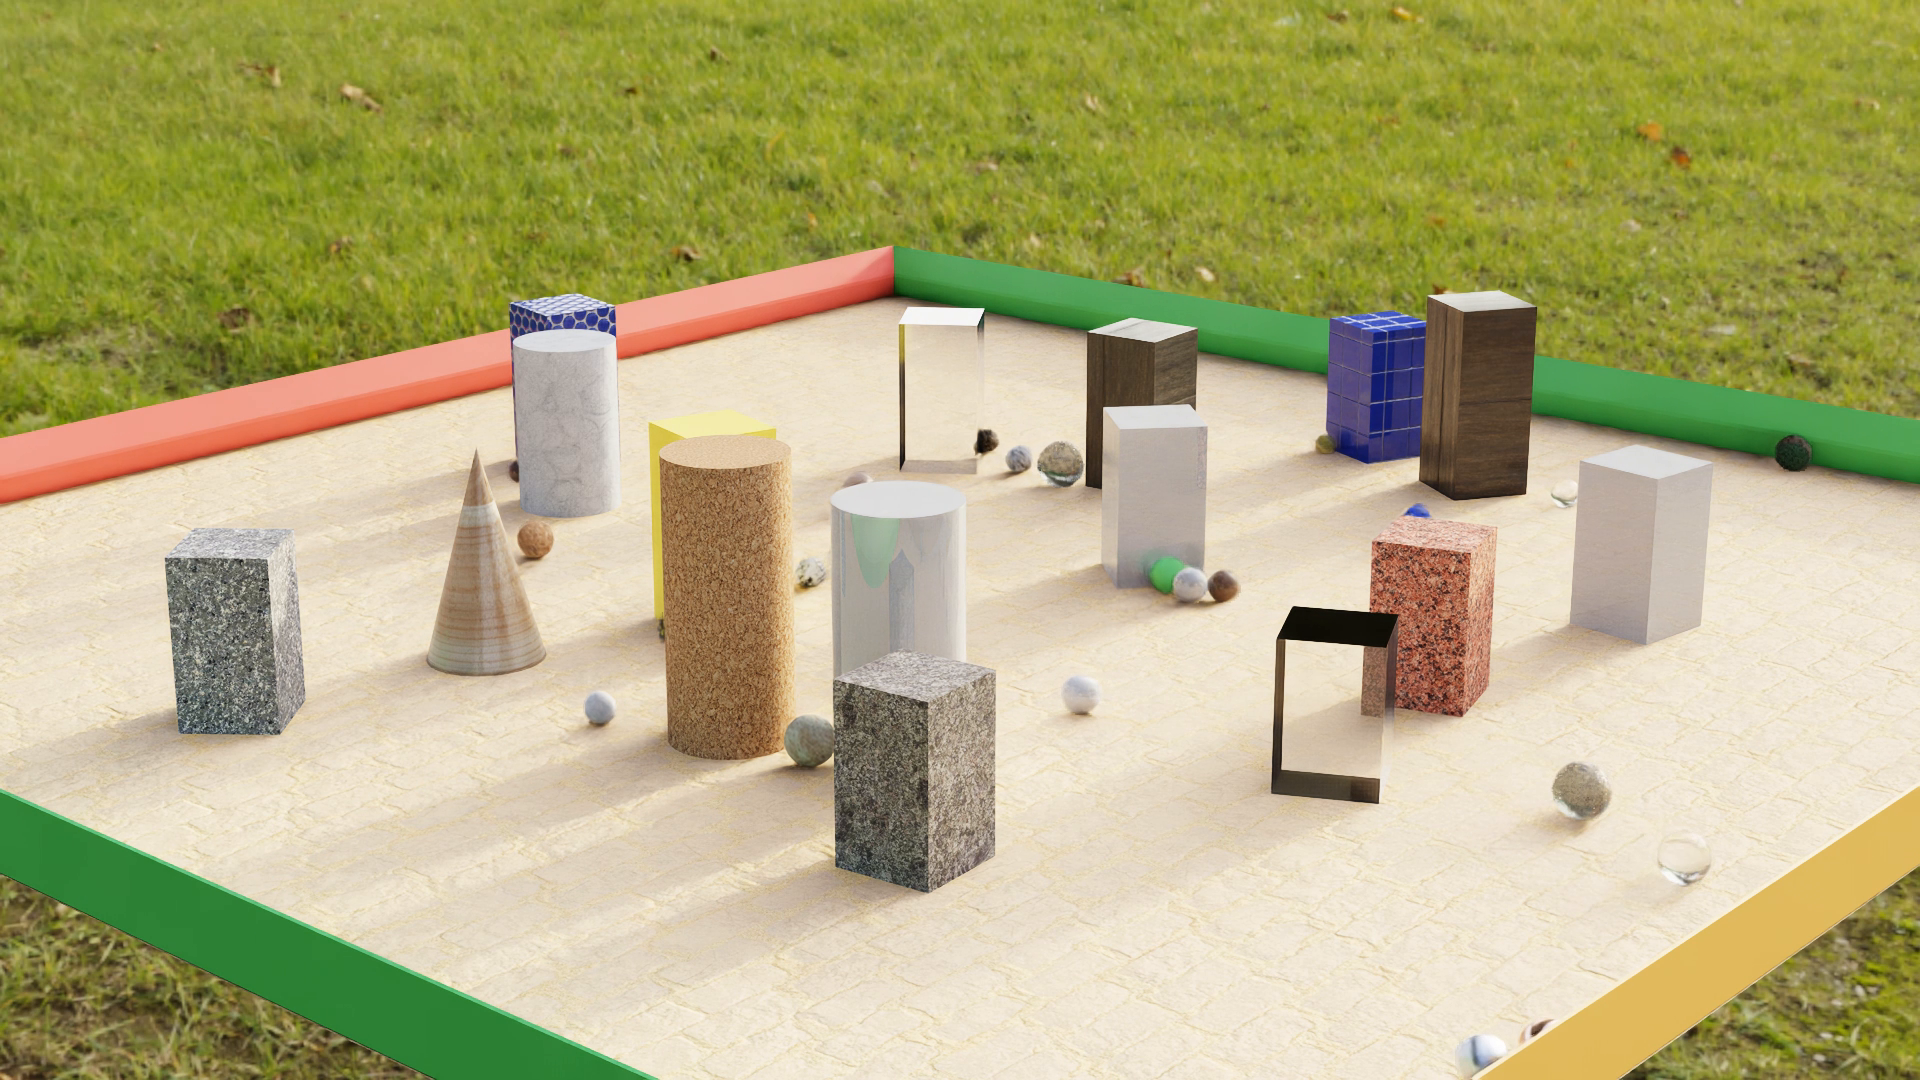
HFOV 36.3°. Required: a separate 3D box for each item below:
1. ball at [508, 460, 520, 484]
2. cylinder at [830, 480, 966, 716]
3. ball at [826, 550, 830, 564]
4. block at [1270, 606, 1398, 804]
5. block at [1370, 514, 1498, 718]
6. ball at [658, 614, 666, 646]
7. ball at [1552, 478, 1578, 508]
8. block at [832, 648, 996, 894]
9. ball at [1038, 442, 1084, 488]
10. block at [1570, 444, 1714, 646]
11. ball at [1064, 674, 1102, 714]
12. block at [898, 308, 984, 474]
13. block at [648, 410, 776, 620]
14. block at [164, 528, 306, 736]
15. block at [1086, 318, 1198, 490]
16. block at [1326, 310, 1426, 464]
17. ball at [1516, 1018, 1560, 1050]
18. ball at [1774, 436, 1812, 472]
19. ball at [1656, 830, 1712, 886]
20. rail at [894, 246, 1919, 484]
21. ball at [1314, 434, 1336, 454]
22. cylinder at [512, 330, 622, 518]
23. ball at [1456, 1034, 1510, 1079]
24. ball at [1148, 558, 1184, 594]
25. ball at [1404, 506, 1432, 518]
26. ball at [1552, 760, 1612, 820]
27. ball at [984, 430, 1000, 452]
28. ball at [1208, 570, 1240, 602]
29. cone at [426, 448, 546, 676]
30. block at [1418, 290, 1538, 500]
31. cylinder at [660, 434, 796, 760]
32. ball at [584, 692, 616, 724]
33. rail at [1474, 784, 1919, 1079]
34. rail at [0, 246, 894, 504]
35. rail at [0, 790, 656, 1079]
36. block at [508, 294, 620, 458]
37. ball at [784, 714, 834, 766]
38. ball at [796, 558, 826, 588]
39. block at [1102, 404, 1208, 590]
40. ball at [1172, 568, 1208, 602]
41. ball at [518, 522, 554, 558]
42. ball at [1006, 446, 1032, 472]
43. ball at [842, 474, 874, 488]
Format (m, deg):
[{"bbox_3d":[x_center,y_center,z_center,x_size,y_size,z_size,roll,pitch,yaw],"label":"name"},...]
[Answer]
[{"bbox_3d":[-0.873,-0.136,5.819,0.047,0.047,0.047,0,17,0],"label":"ball"},{"bbox_3d":[-0.088,0.142,4.253,0.195,0.419,0.195,0,17,0],"label":"cylinder"},{"bbox_3d":[-0.215,0.031,5.265,0.047,0.047,0.047,0,17,0],"label":"ball"},{"bbox_3d":[0.544,0.237,4.252,0.156,0.236,0.156,4,17,14],"label":"block"},{"bbox_3d":[0.739,0.117,4.598,0.156,0.266,0.156,8,18,24],"label":"block"},{"bbox_3d":[-0.454,0.145,4.822,0.084,0.084,0.084,0,17,0],"label":"ball"},{"bbox_3d":[1.168,-0.090,5.650,0.057,0.057,0.057,0,17,0],"label":"ball"},{"bbox_3d":[-0.060,0.309,3.957,0.156,0.270,0.156,11,20,33],"label":"block"},{"bbox_3d":[0.199,-0.149,5.783,0.092,0.092,0.092,0,17,0],"label":"ball"},{"bbox_3d":[1.145,0.006,4.932,0.156,0.286,0.156,-14,22,-40],"label":"block"},{"bbox_3d":[0.191,0.239,4.550,0.061,0.061,0.061,0,17,0],"label":"ball"},{"bbox_3d":[-0.036,-0.302,5.922,0.156,0.306,0.156,2,17,5],"label":"block"},{"bbox_3d":[-0.414,-0.027,4.943,0.156,0.344,0.156,-11,20,-32],"label":"block"},{"bbox_3d":[-1.110,0.139,4.501,0.156,0.281,0.156,1,17,2],"label":"block"},{"bbox_3d":[0.357,-0.261,5.773,0.156,0.312,0.156,12,21,34],"label":"block"},{"bbox_3d":[0.863,-0.315,6.019,0.156,0.273,0.156,-8,19,-26],"label":"block"},{"bbox_3d":[0.678,0.587,3.384,0.069,0.069,0.069,0,17,0],"label":"ball"},{"bbox_3d":[1.677,-0.175,5.903,0.072,0.072,0.072,0,17,0],"label":"ball"},{"bbox_3d":[0.968,0.424,3.916,0.073,0.073,0.073,0,17,0],"label":"ball"},{"bbox_3d":[1.154,-0.352,6.393,3.552,0.127,0.045,14,22,39],"label":"rail"},{"bbox_3d":[0.751,-0.198,6.032,0.042,0.042,0.042,0,17,0],"label":"ball"},{"bbox_3d":[-0.754,-0.225,5.635,0.195,0.324,0.195,0,17,0],"label":"cylinder"},{"bbox_3d":[0.601,0.597,3.362,0.061,0.061,0.061,0,17,0],"label":"ball"},{"bbox_3d":[0.363,0.062,5.132,0.064,0.064,0.064,0,17,0],"label":"ball"},{"bbox_3d":[0.856,-0.039,5.488,0.052,0.052,0.052,0,17,0],"label":"ball"},{"bbox_3d":[0.877,0.353,4.133,0.084,0.084,0.084,0,17,0],"label":"ball"},{"bbox_3d":[0.057,-0.205,6.048,0.047,0.047,0.047,0,17,0],"label":"ball"},{"bbox_3d":[0.457,0.080,5.088,0.055,0.055,0.055,0,17,0],"label":"ball"},{"bbox_3d":[-0.777,0.020,4.762,0.195,0.357,0.195,0,17,0],"label":"cone"},{"bbox_3d":[1.012,-0.284,5.740,0.156,0.375,0.156,-5,18,-17],"label":"block"},{"bbox_3d":[-0.346,0.084,4.391,0.195,0.449,0.195,0,17,0],"label":"cylinder"},{"bbox_3d":[-0.552,0.259,4.505,0.049,0.049,0.049,0,17,0],"label":"ball"},{"bbox_3d":[1.323,0.363,4.020,0.045,0.127,3.568,14,22,39],"label":"rail"},{"bbox_3d":[-1.323,-0.300,6.220,0.045,0.127,3.568,14,22,39],"label":"rail"},{"bbox_3d":[-1.154,0.416,3.848,3.552,0.127,0.045,14,22,39],"label":"rail"},{"bbox_3d":[-0.801,-0.320,5.949,0.156,0.323,0.156,-12,21,-35],"label":"block"},{"bbox_3d":[-0.221,0.296,4.332,0.078,0.078,0.078,0,17,0],"label":"ball"},{"bbox_3d":[-0.263,0.057,5.168,0.052,0.052,0.052,0,17,0],"label":"ball"},{"bbox_3d":[0.343,-0.078,5.203,0.156,0.291,0.156,-2,17,-7],"label":"block"},{"bbox_3d":[0.399,0.079,5.084,0.060,0.060,0.060,0,17,0],"label":"ball"},{"bbox_3d":[-0.772,0.000,5.334,0.066,0.066,0.066,0,17,0],"label":"ball"},{"bbox_3d":[0.119,-0.162,5.892,0.055,0.055,0.055,0,17,0],"label":"ball"},{"bbox_3d":[-0.194,-0.094,5.641,0.069,0.069,0.069,0,17,0],"label":"ball"}]
